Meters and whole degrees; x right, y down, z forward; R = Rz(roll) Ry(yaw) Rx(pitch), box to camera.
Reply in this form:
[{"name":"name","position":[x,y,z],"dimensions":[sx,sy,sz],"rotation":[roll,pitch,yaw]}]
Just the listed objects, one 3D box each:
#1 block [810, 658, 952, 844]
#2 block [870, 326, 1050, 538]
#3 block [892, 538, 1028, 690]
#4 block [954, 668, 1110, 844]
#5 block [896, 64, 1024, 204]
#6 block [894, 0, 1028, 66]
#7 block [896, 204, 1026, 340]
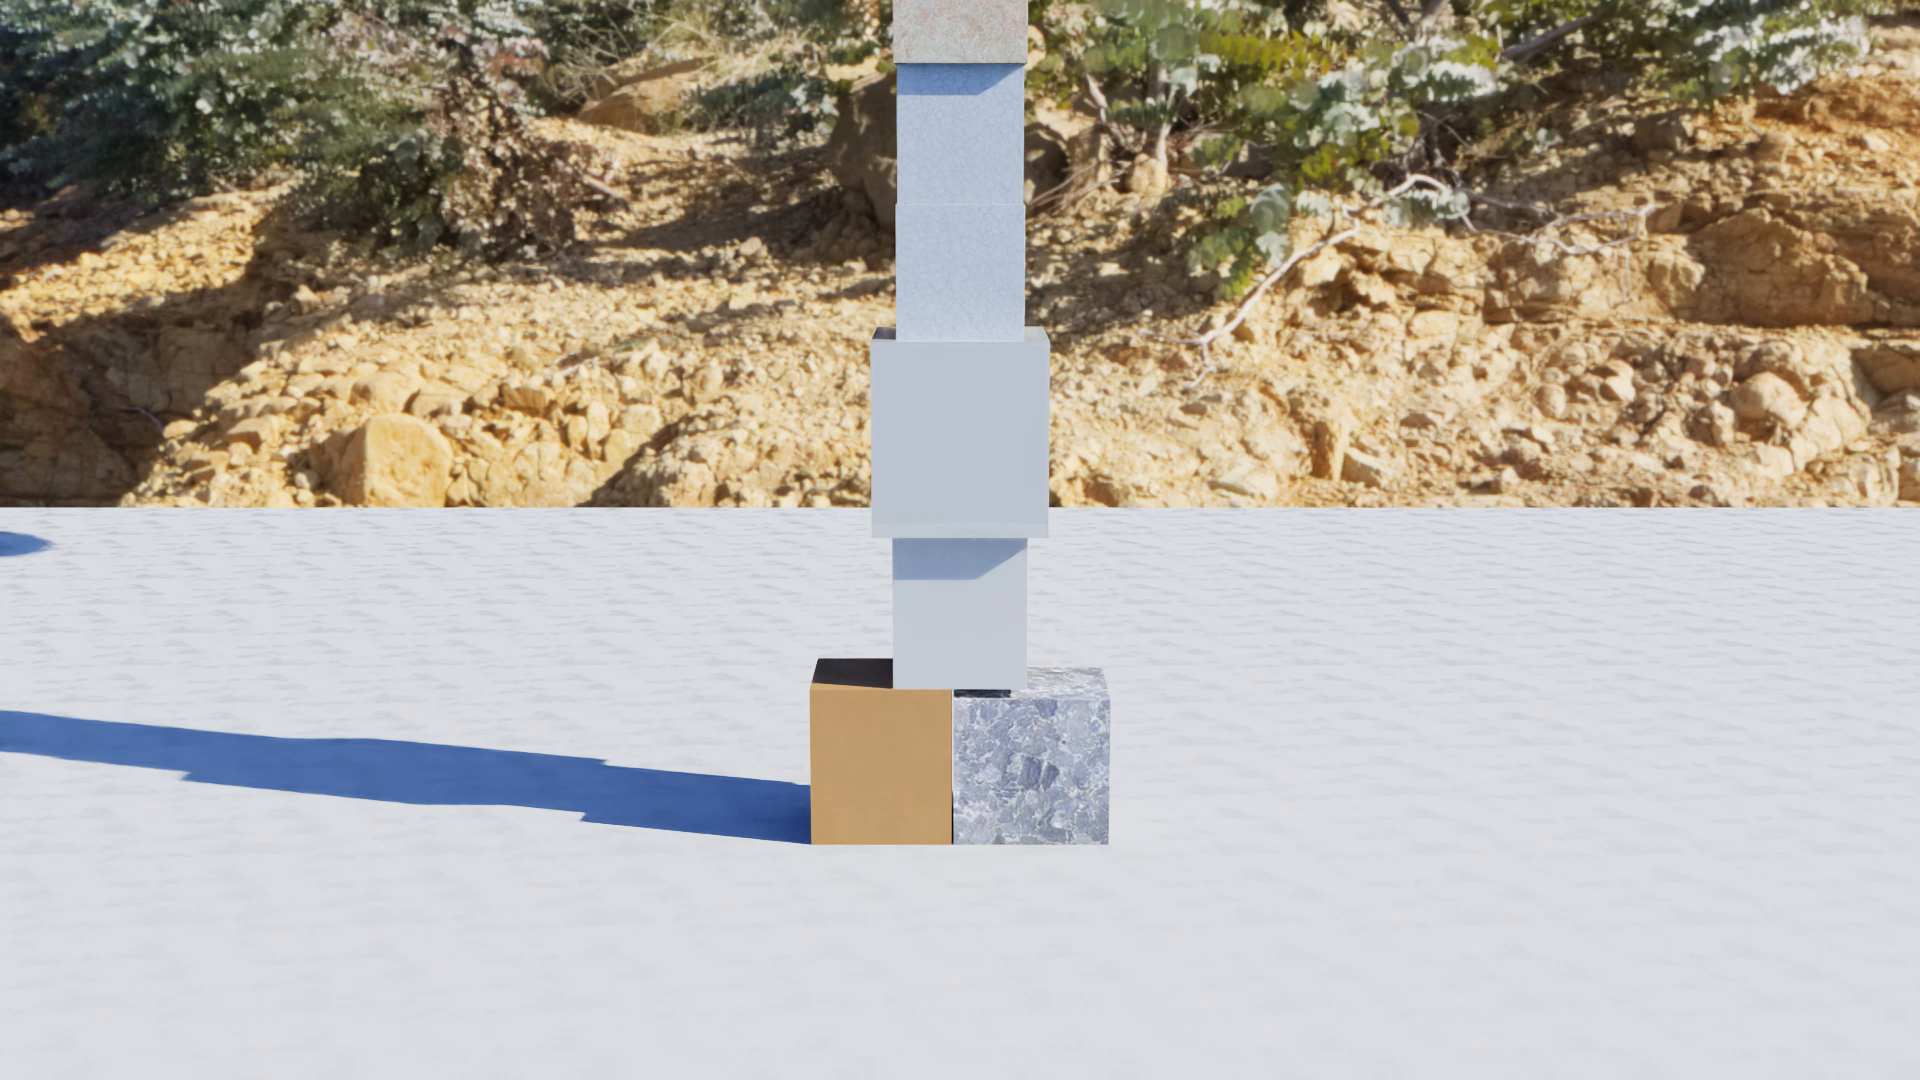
[{"name":"block","position":[-0.397,1.082,11.366],"dimensions":[0.708,0.805,0.683],"rotation":[0,10,0]},{"name":"block","position":[0.001,-0.558,11.072],"dimensions":[0.862,0.956,0.883],"rotation":[0,10,0]},{"name":"block","position":[0.000,0.296,11.244],"dimensions":[0.667,0.786,0.691],"rotation":[0,10,0]},{"name":"block","position":[0.359,1.106,11.373],"dimensions":[0.783,0.754,0.692],"rotation":[0,10,0]},{"name":"block","position":[0.002,-1.998,10.835],"dimensions":[0.606,0.665,0.619],"rotation":[0,10,0]},{"name":"block","position":[0.003,-2.655,10.693],"dimensions":[0.635,0.679,0.719],"rotation":[0,10,0]},{"name":"block","position":[0.002,-1.349,10.933],"dimensions":[0.622,0.648,0.637],"rotation":[0,10,0]}]
